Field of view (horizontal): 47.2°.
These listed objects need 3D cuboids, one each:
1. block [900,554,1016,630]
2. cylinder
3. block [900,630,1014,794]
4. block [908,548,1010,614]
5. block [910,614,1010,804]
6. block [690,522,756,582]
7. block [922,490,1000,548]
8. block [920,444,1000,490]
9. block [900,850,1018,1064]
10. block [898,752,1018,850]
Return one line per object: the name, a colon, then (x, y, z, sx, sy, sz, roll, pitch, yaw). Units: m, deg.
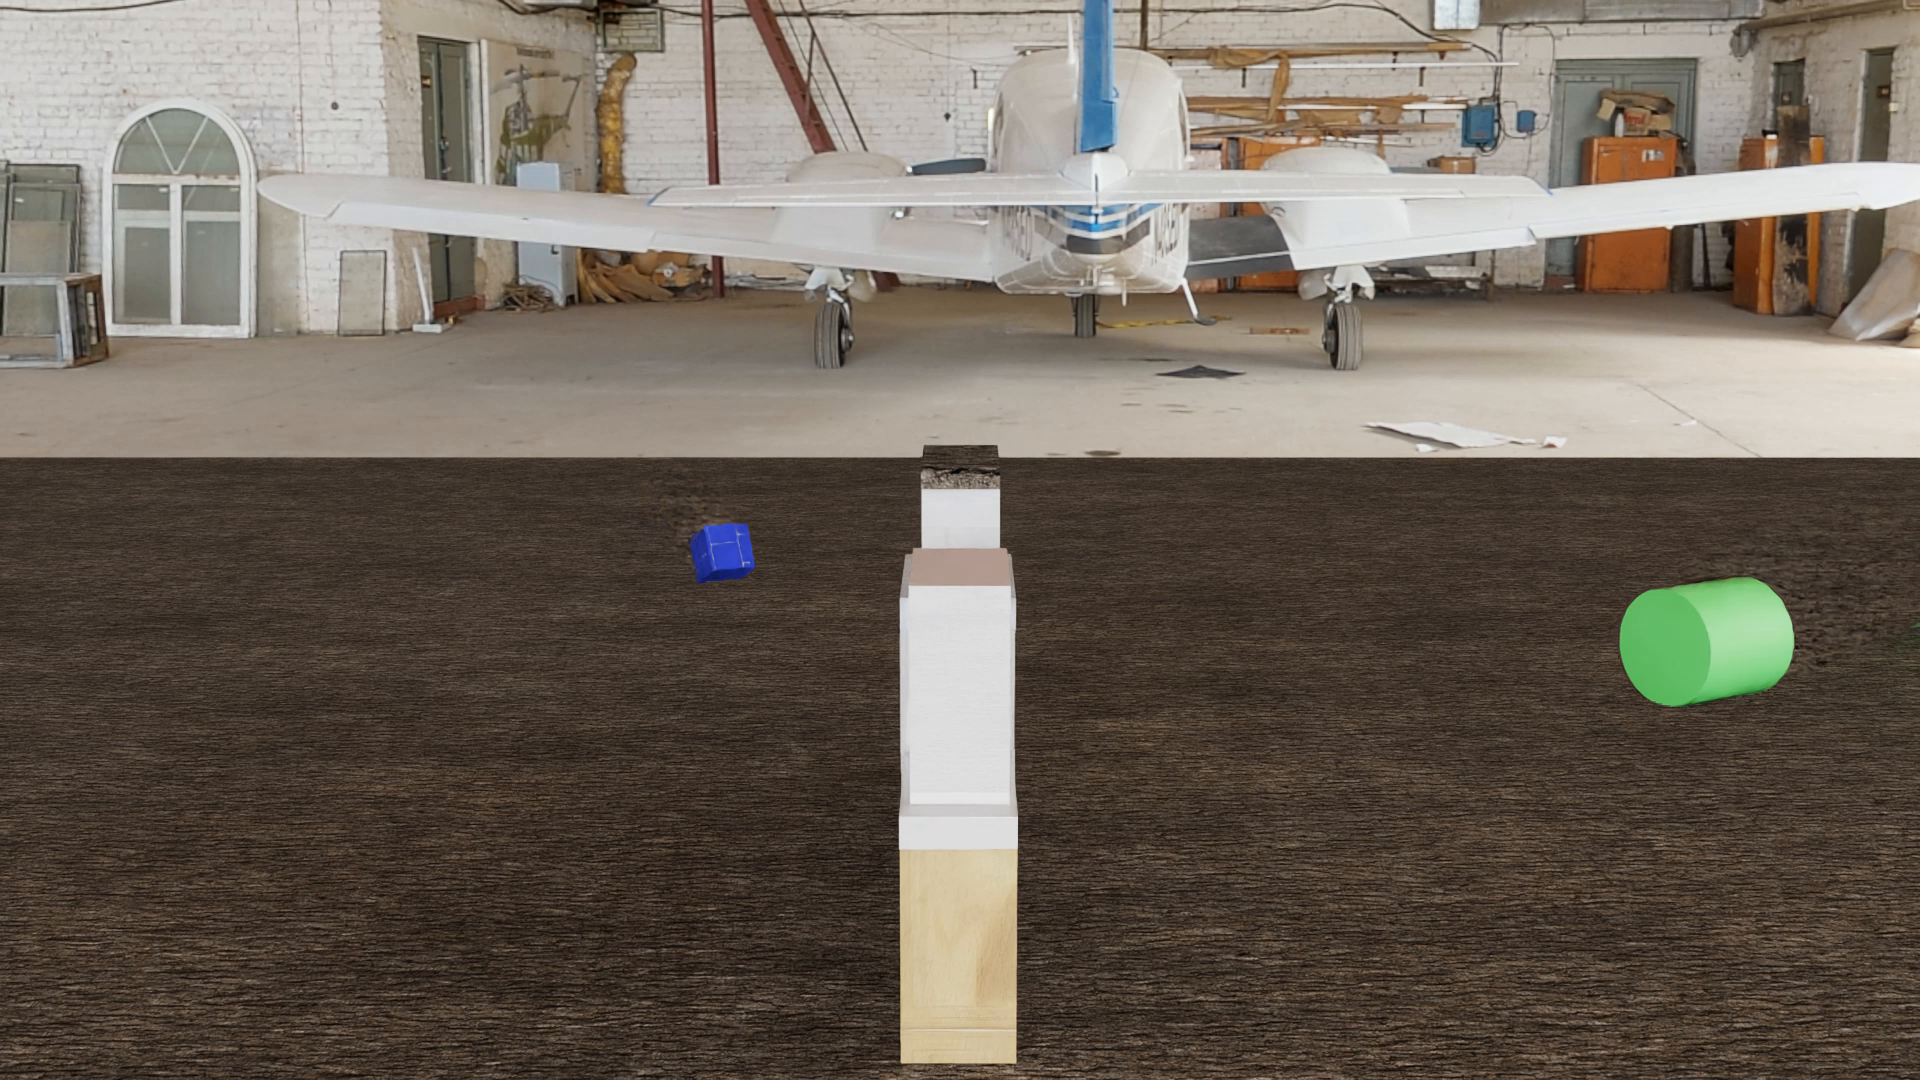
block: (-0.003, 0.076, 3.329, 0.167, 0.047, 0.335, 0, 11, 0)
cylinder: (1.667, 0.225, 4.915, 0.262, 0.262, 0.262, -6, 12, -29)
block: (-0.004, 0.288, 3.255, 0.167, 0.341, 0.047, 0, 11, 0)
block: (0.000, 0.055, 3.014, 0.134, 0.038, 0.267, 0, 11, 0)
block: (0.000, 0.221, 2.954, 0.134, 0.267, 0.038, 0, 11, 0)
block: (-0.668, 0.036, 6.180, 0.129, 0.129, 0.129, -6, -14, -27)
block: (0.001, 0.126, 3.788, 0.133, 0.447, 0.038, 0, 11, 0)
block: (0.001, -0.128, 3.831, 0.133, 0.038, 0.266, 0, 11, 0)
block: (-0.002, 0.555, 2.994, 0.157, 0.315, 0.045, 0, 11, 0)
block: (-0.002, 0.359, 3.064, 0.157, 0.045, 0.315, 0, 11, 0)
